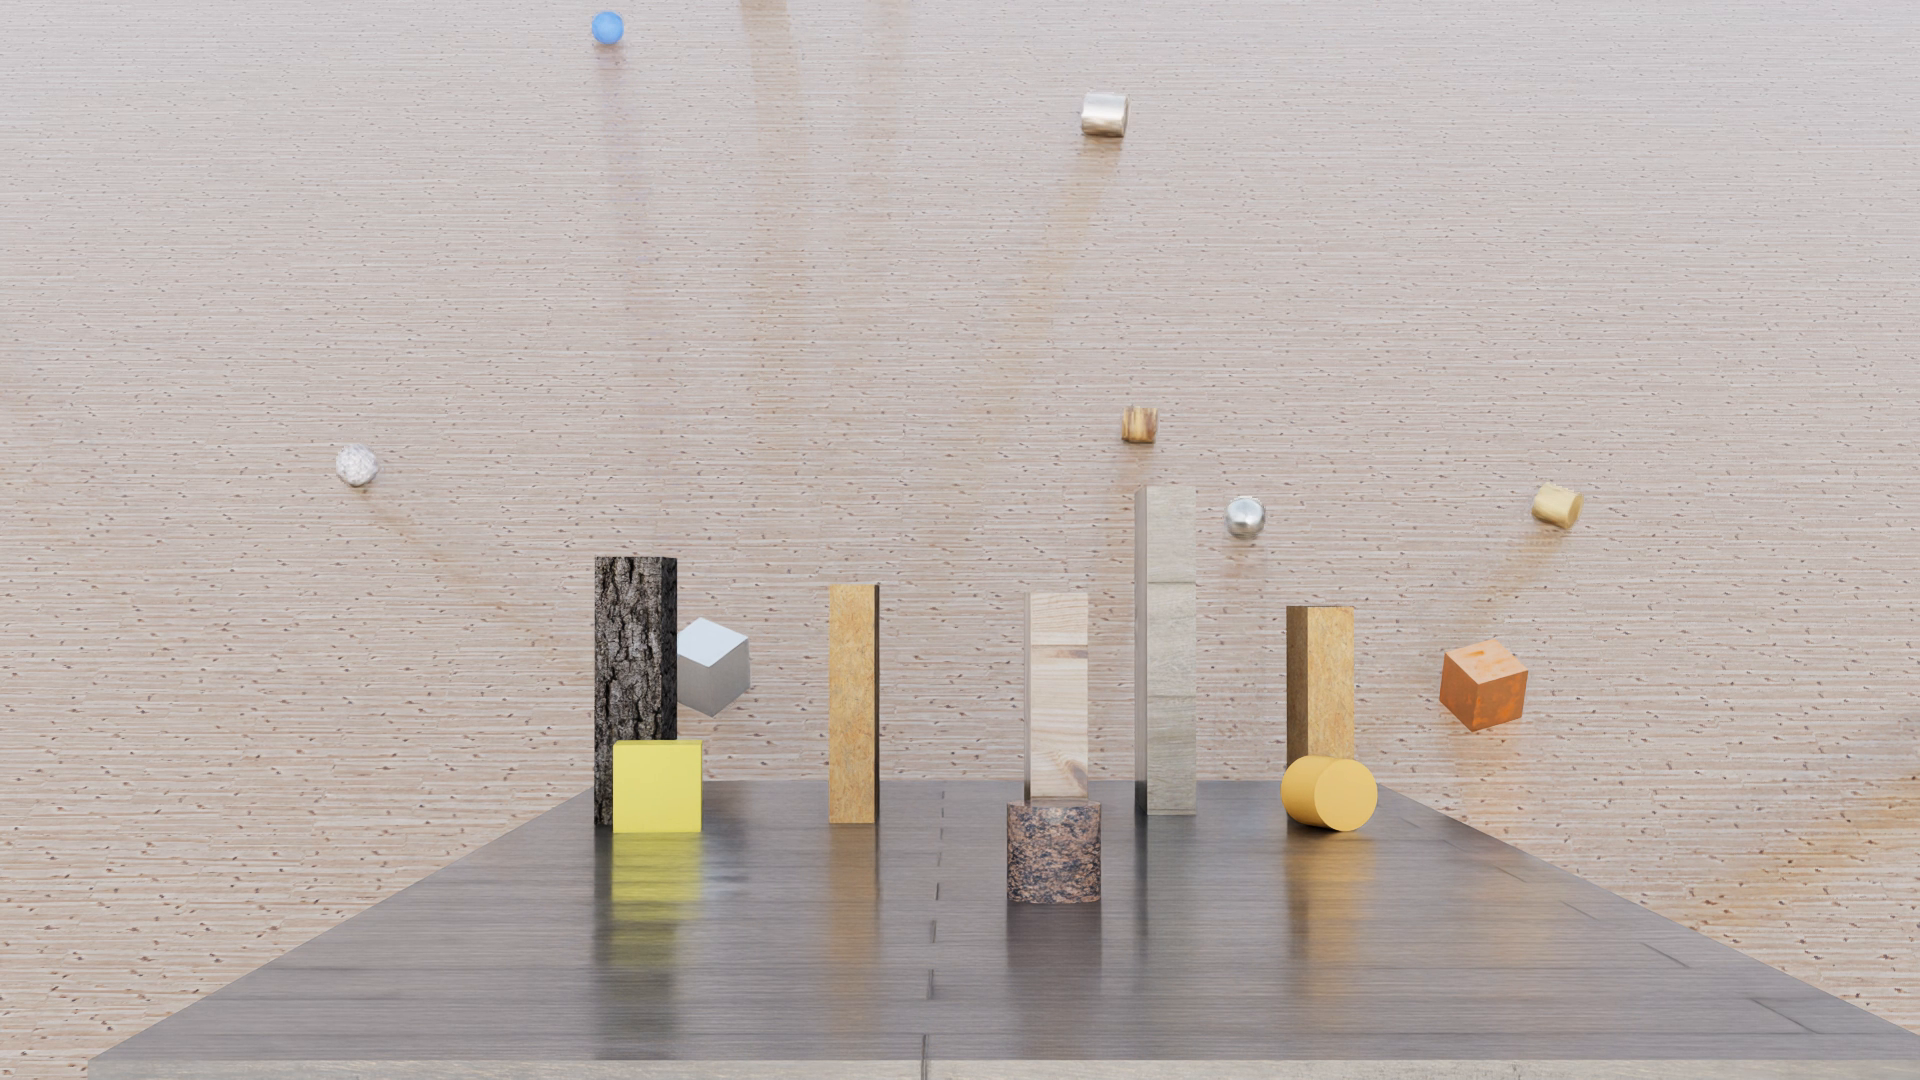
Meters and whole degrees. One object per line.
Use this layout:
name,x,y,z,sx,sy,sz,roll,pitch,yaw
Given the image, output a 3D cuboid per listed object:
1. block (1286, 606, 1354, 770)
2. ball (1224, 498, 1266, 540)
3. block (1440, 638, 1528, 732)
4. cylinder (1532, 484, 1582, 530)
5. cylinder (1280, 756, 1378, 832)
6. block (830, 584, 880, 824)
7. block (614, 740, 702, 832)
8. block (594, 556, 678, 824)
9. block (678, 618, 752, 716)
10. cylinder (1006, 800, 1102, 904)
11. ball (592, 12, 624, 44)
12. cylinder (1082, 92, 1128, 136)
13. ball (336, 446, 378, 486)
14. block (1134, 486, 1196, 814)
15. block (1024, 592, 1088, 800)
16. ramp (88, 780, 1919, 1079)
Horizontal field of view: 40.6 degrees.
block,0.789,0.376,5.693,0.098,0.461,0.360,0,-1,0
ball,0.863,-0.064,7.856,0.124,0.124,0.124,0,33,0
block,1.434,0.398,7.108,0.162,0.162,0.162,-14,35,-20
cylinder,1.824,-0.102,7.927,0.110,0.110,0.110,21,39,29
cylinder,0.770,0.527,5.415,0.148,0.148,0.148,-14,4,-20
block,-0.231,0.353,5.716,0.097,0.508,0.359,0,-1,0
block,-0.629,0.512,5.413,0.179,0.179,0.179,0,-1,-5
block,-0.705,0.322,5.662,0.142,0.568,0.314,0,-1,0
block,-0.701,0.351,7.173,0.171,0.171,0.171,21,38,29
cylinder,0.152,0.503,4.199,0.153,0.153,0.153,0,-1,0
ball,-1.512,-2.198,11.134,0.140,0.140,0.140,0,33,0
cylinder,0.581,-1.696,10.341,0.160,0.160,0.160,7,34,11
ball,-1.886,-0.234,8.117,0.125,0.125,0.125,0,33,0
block,0.468,0.248,5.946,0.108,0.727,0.414,0,-1,0
block,0.164,0.338,4.493,0.095,0.493,0.430,0,-1,0
ramp,0.073,0.639,4.752,2.000,0.100,4.000,0,-1,0
